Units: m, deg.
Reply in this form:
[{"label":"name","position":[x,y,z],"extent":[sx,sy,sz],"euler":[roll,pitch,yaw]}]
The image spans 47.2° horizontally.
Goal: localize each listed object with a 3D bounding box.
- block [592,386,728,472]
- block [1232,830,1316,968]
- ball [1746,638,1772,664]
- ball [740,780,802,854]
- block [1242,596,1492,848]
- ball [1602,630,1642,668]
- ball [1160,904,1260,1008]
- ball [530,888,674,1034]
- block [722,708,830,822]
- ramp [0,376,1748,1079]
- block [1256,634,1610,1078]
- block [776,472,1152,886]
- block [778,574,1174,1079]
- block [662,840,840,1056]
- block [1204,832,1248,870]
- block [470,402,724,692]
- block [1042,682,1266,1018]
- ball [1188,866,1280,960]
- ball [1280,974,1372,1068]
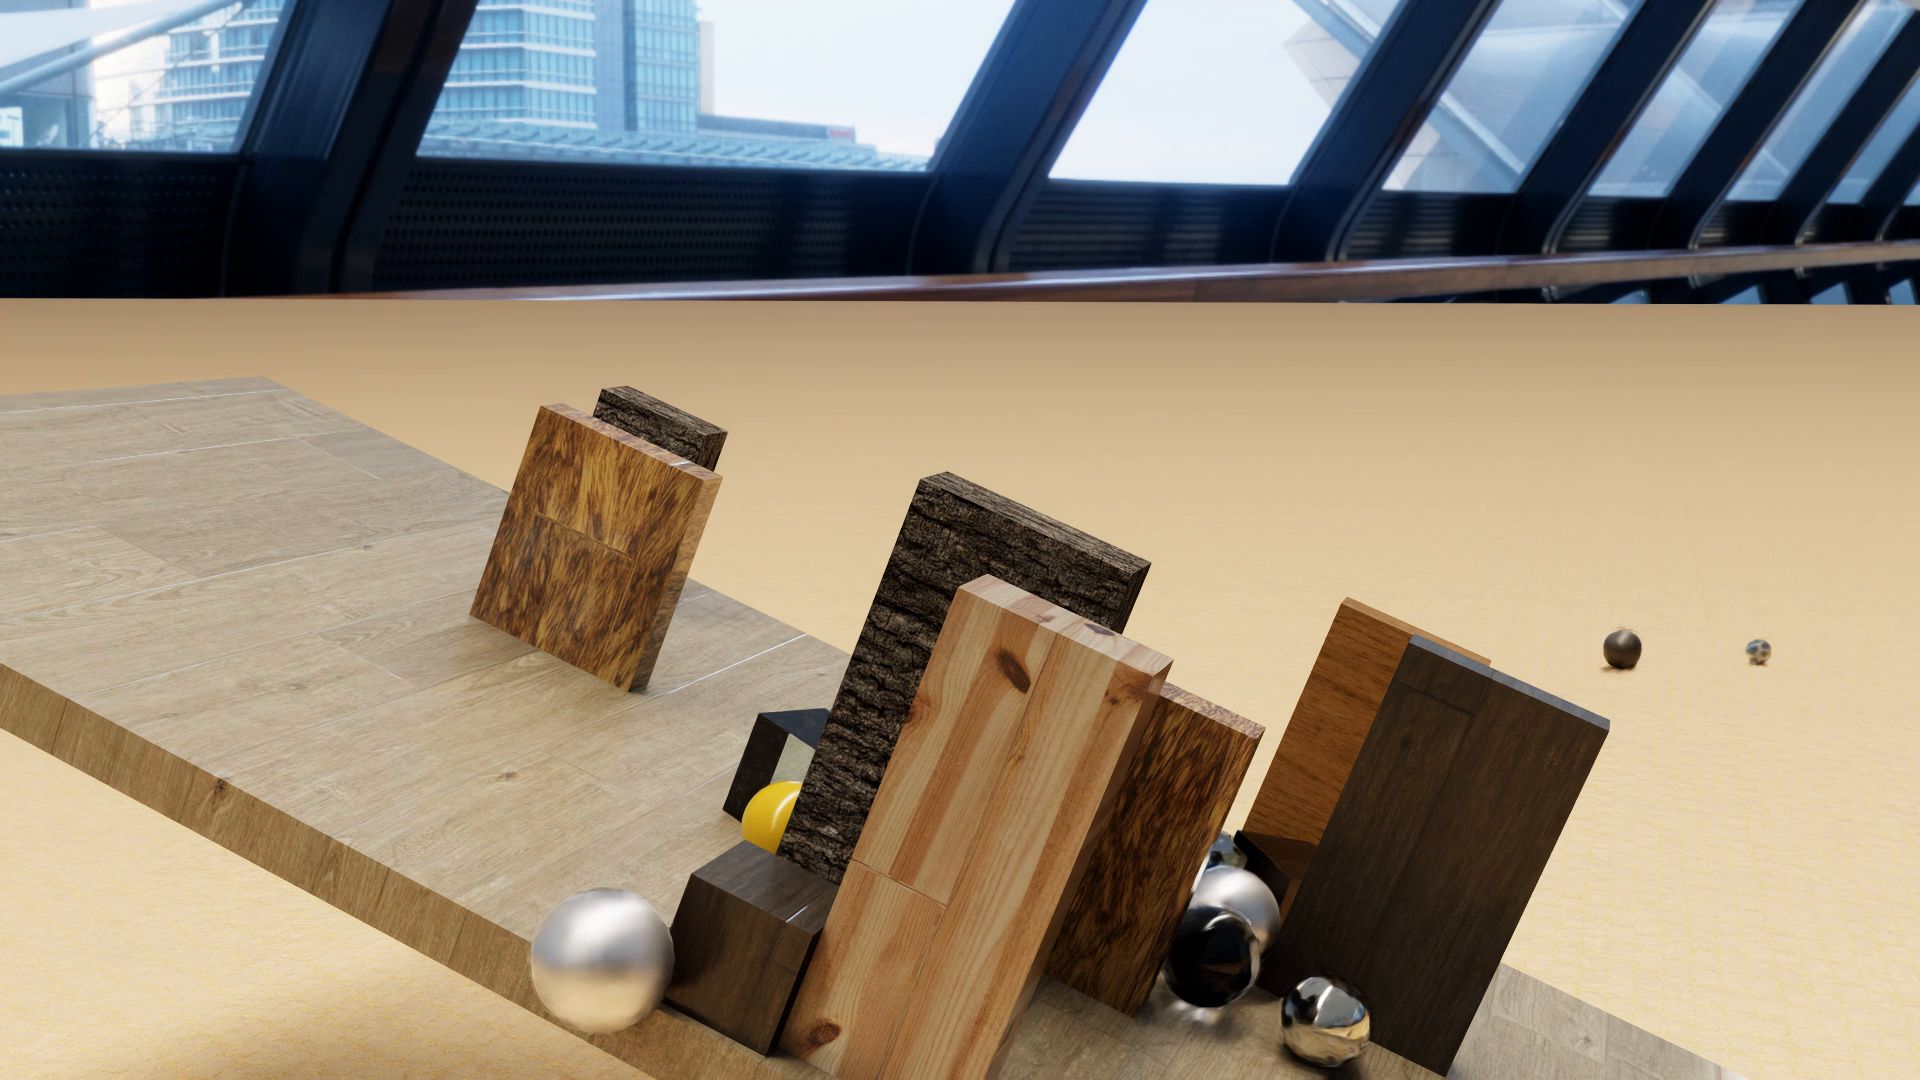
[{"label":"block","position":[-0.742,-0.108,5.043],"extent":[0.270,0.412,0.134],"euler":[24,13,13]},{"label":"block","position":[0.638,0.719,4.356],"extent":[0.195,0.195,0.195],"euler":[13,15,-32]},{"label":"ball","position":[3.810,0.531,10.489],"extent":[0.119,0.119,0.119],"euler":[0,7,0]},{"label":"ball","position":[-0.298,0.499,3.815],"extent":[0.164,0.164,0.164],"euler":[0,7,0]},{"label":"block","position":[0.795,0.489,4.477],"extent":[0.314,0.672,0.097],"euler":[24,13,13]},{"label":"ball","position":[3.121,0.515,10.362],"extent":[0.181,0.181,0.181],"euler":[0,7,0]},{"label":"ball","position":[0.448,0.748,3.953],"extent":[0.183,0.183,0.183],"euler":[0,7,0]},{"label":"ball","position":[-0.508,0.598,3.130],"extent":[0.204,0.204,0.204],"euler":[0,7,0]},{"label":"block","position":[-0.269,0.444,4.014],"extent":[0.197,0.197,0.197],"euler":[29,15,31]},{"label":"ramp","position":[-0.309,0.548,4.196],"extent":[4.000,0.100,2.000],"euler":[24,13,13]},{"label":"block","position":[0.873,0.585,4.087],"extent":[0.383,0.723,0.103],"euler":[24,13,13]},{"label":"block","position":[-0.018,0.327,3.565],"extent":[0.368,0.786,0.143],"euler":[24,13,13]},{"label":"block","position":[0.019,0.456,3.181],"extent":[0.299,0.746,0.146],"euler":[24,13,13]},{"label":"block","position":[-0.306,0.604,3.280],"extent":[0.202,0.202,0.202],"euler":[24,13,13]},{"label":"block","position":[0.412,0.646,4.315],"extent":[0.184,0.184,0.184],"euler":[14,15,-30]},{"label":"block","position":[-0.737,0.012,4.437],"extent":[0.379,0.462,0.096],"euler":[24,13,13]},{"label":"block","position":[0.248,0.499,3.834],"extent":[0.376,0.544,0.105],"euler":[24,13,13]},{"label":"ball","position":[0.502,0.714,4.144],"extent":[0.199,0.199,0.199],"euler":[0,7,0]},{"label":"ball","position":[0.648,0.851,3.896],"extent":[0.163,0.163,0.163],"euler":[0,7,0]}]
